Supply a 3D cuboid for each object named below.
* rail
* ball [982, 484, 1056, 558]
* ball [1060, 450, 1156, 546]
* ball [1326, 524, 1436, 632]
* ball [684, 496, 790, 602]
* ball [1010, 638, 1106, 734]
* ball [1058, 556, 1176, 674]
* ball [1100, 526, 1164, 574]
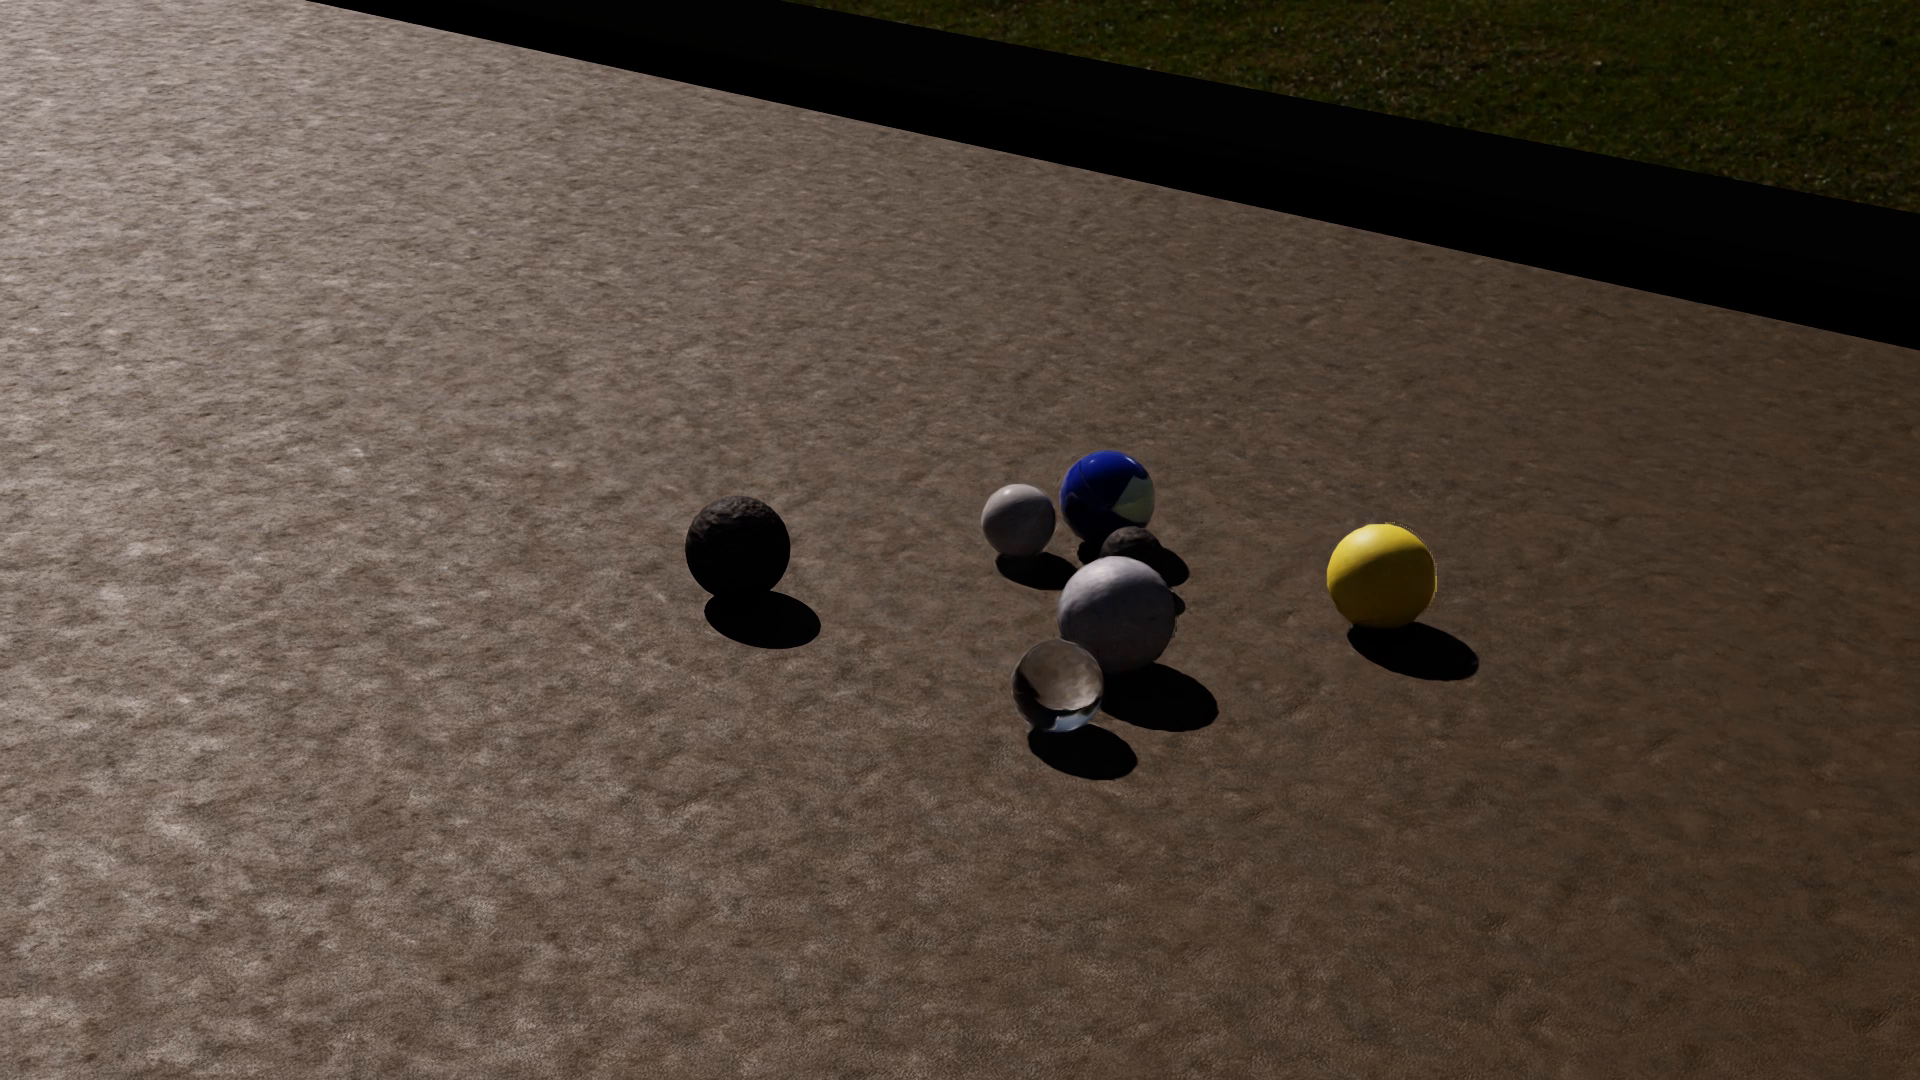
[{"bbox_3d":[-0.042,-0.628,4.002,4.359,0.123,0.045,18,28,37],"label":"rail"},{"bbox_3d":[0.052,-0.017,2.572,0.065,0.065,0.065,0,22,0],"label":"ball"},{"bbox_3d":[0.130,-0.036,2.594,0.085,0.085,0.085,0,22,0],"label":"ball"},{"bbox_3d":[0.347,0.031,2.423,0.089,0.089,0.089,0,22,0],"label":"ball"},{"bbox_3d":[-0.187,0.007,2.481,0.089,0.089,0.089,0,22,0],"label":"ball"},{"bbox_3d":[0.074,0.112,2.246,0.072,0.072,0.072,0,22,0],"label":"ball"},{"bbox_3d":[0.125,0.060,2.343,0.095,0.095,0.095,0,22,0],"label":"ball"},{"bbox_3d":[0.146,0.015,2.507,0.055,0.055,0.055,0,22,0],"label":"ball"}]
